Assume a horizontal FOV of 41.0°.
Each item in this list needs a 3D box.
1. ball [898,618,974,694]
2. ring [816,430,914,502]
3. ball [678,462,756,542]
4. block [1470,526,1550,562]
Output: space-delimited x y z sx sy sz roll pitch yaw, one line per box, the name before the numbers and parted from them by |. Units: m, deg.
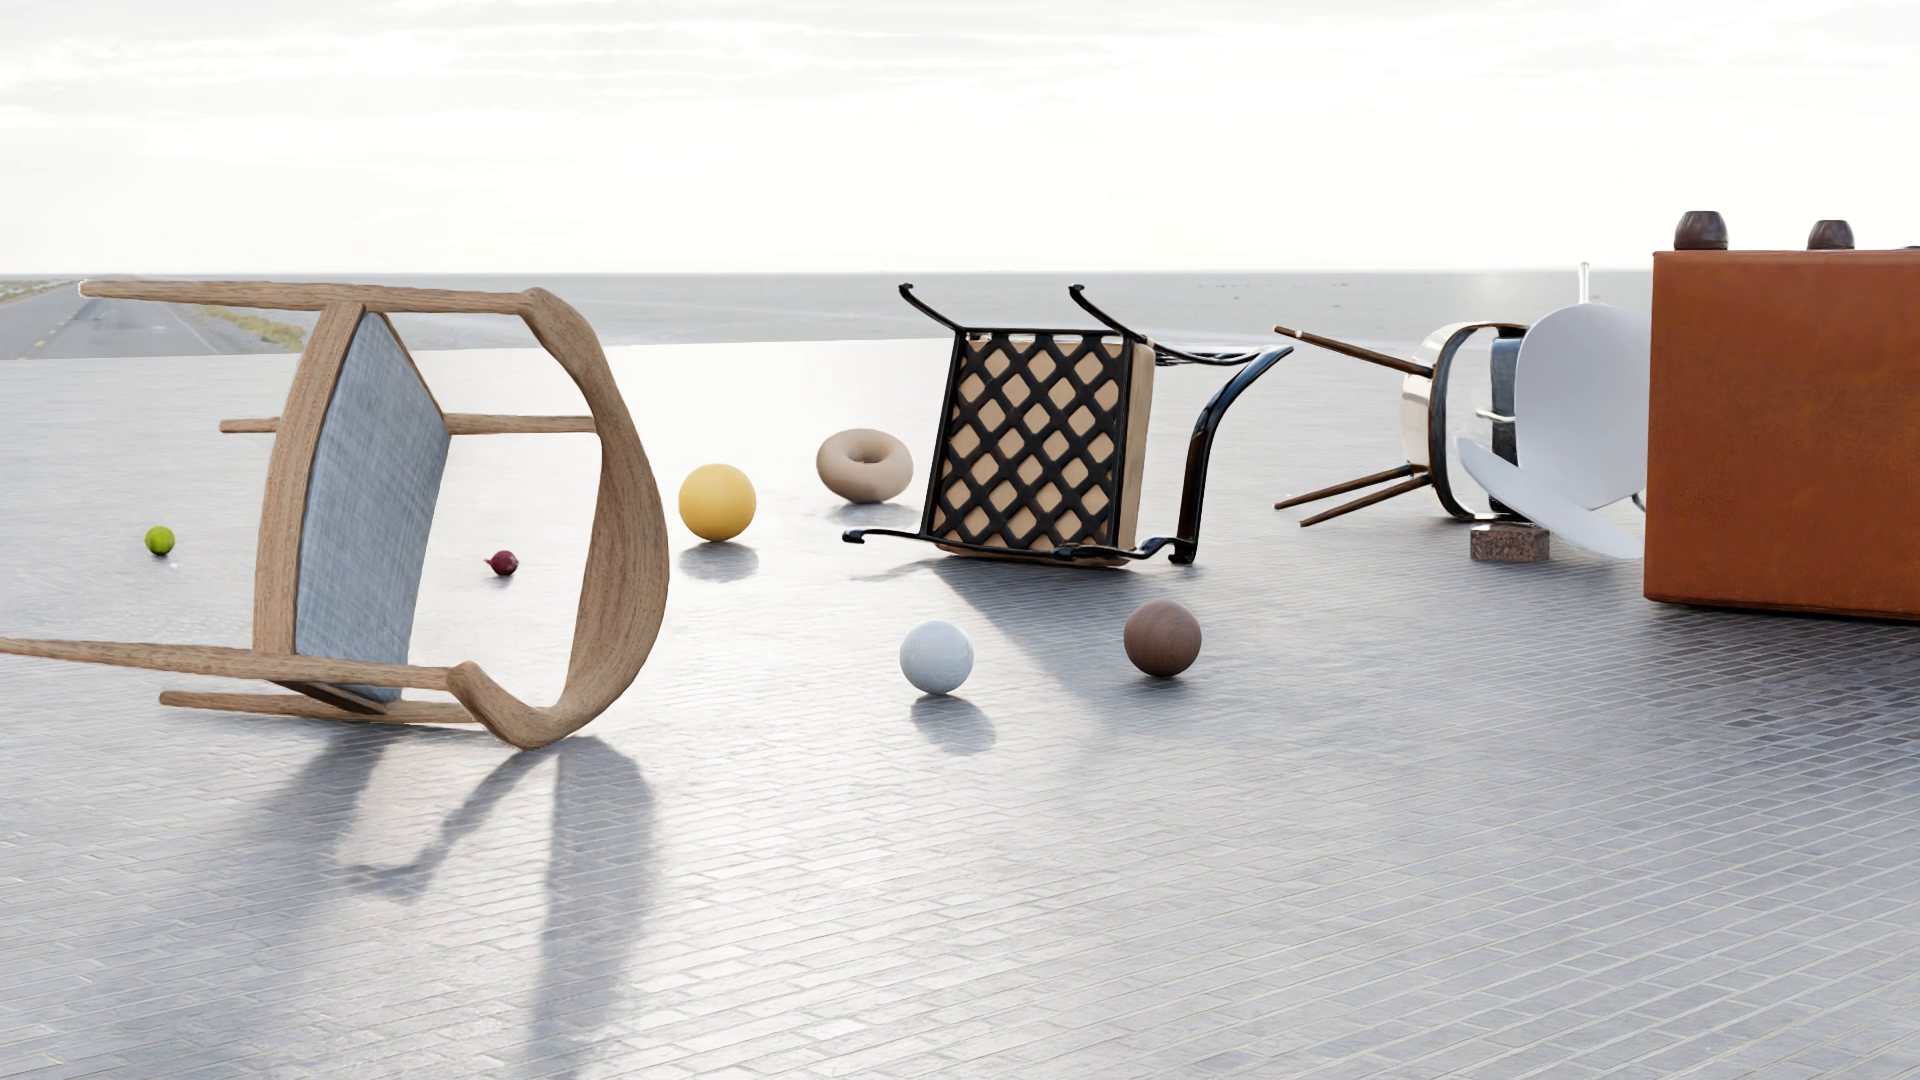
ball | -0.037 0.184 4.046 0.119 0.119 0.119 0 6 0
ring | -0.280 -0.220 7.551 0.288 0.114 0.333 -3 31 -13
ball | -0.603 -0.095 6.369 0.197 0.197 0.197 0 6 0
block | 1.285 0.009 5.990 0.154 0.069 0.109 4 7 33
